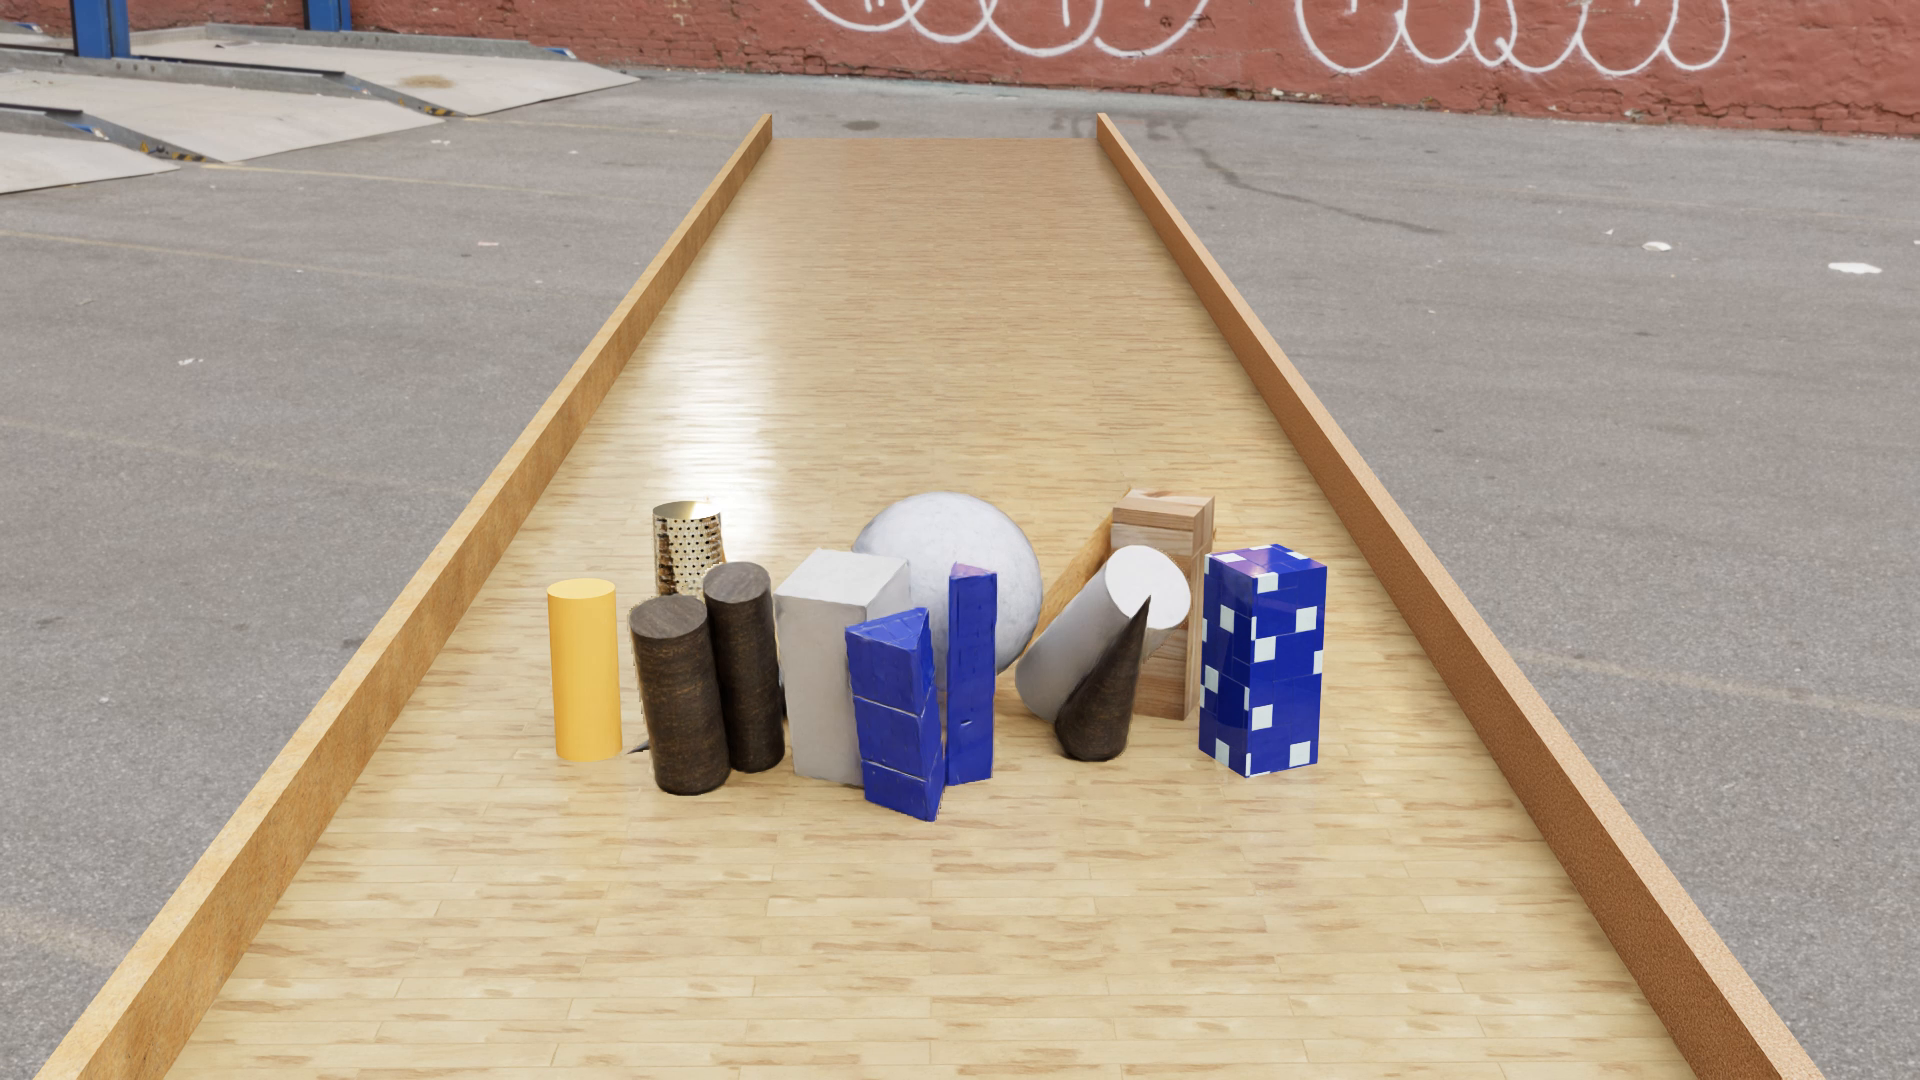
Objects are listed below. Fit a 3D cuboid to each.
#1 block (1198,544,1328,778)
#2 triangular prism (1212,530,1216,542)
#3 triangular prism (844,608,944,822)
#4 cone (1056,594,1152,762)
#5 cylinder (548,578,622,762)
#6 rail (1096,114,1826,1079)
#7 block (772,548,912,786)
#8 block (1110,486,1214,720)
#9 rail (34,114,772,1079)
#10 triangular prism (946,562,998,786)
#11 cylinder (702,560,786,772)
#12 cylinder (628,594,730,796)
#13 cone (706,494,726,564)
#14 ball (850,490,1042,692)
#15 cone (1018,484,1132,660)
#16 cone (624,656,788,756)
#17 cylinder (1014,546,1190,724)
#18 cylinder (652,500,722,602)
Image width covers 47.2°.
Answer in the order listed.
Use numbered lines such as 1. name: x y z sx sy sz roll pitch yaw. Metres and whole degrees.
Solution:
1. block: 0.531 0.211 3.877 0.152 0.366 0.152 -8 18 -26
2. triangular prism: 0.380 0.096 4.299 0.154 0.317 0.134 11 17 -4
3. triangular prism: -0.080 0.282 3.665 0.144 0.328 0.125 14 32 36
4. cone: 0.277 0.215 3.801 0.133 0.392 0.133 8 47 -9
5. cylinder: -0.667 0.231 3.916 0.118 0.304 0.118 0 17 0
6. rail: 0.932 -0.844 7.801 0.050 0.150 12.000 0 17 -1
7. block: -0.189 0.222 3.802 0.172 0.361 0.172 7 29 22
8. block: 0.375 0.117 4.127 0.153 0.397 0.153 7 18 19
9. rail: -1.118 -0.838 7.780 0.050 0.150 12.000 0 17 -1
10. triangular prism: 0.003 0.229 3.791 0.088 0.377 0.076 -7 19 -25
11. cylinder: -0.369 0.222 3.781 0.113 0.384 0.113 -1 38 1
12. cylinder: -0.473 0.264 3.725 0.131 0.326 0.131 -3 32 2
13. cone: -0.479 0.084 4.297 0.139 0.362 0.139 -3 17 1
14. ball: -0.033 0.094 4.037 0.370 0.370 0.370 0 17 0
15. cone: 0.249 0.061 4.230 0.163 0.422 0.163 18 30 -11
16. cone: -0.427 0.314 4.053 0.453 0.136 0.136 -22 26 -33
17. cylinder: 0.252 0.175 3.957 0.166 0.375 0.166 13 54 -19
18. cylinder: -0.509 0.124 4.149 0.127 0.376 0.127 0 17 0
